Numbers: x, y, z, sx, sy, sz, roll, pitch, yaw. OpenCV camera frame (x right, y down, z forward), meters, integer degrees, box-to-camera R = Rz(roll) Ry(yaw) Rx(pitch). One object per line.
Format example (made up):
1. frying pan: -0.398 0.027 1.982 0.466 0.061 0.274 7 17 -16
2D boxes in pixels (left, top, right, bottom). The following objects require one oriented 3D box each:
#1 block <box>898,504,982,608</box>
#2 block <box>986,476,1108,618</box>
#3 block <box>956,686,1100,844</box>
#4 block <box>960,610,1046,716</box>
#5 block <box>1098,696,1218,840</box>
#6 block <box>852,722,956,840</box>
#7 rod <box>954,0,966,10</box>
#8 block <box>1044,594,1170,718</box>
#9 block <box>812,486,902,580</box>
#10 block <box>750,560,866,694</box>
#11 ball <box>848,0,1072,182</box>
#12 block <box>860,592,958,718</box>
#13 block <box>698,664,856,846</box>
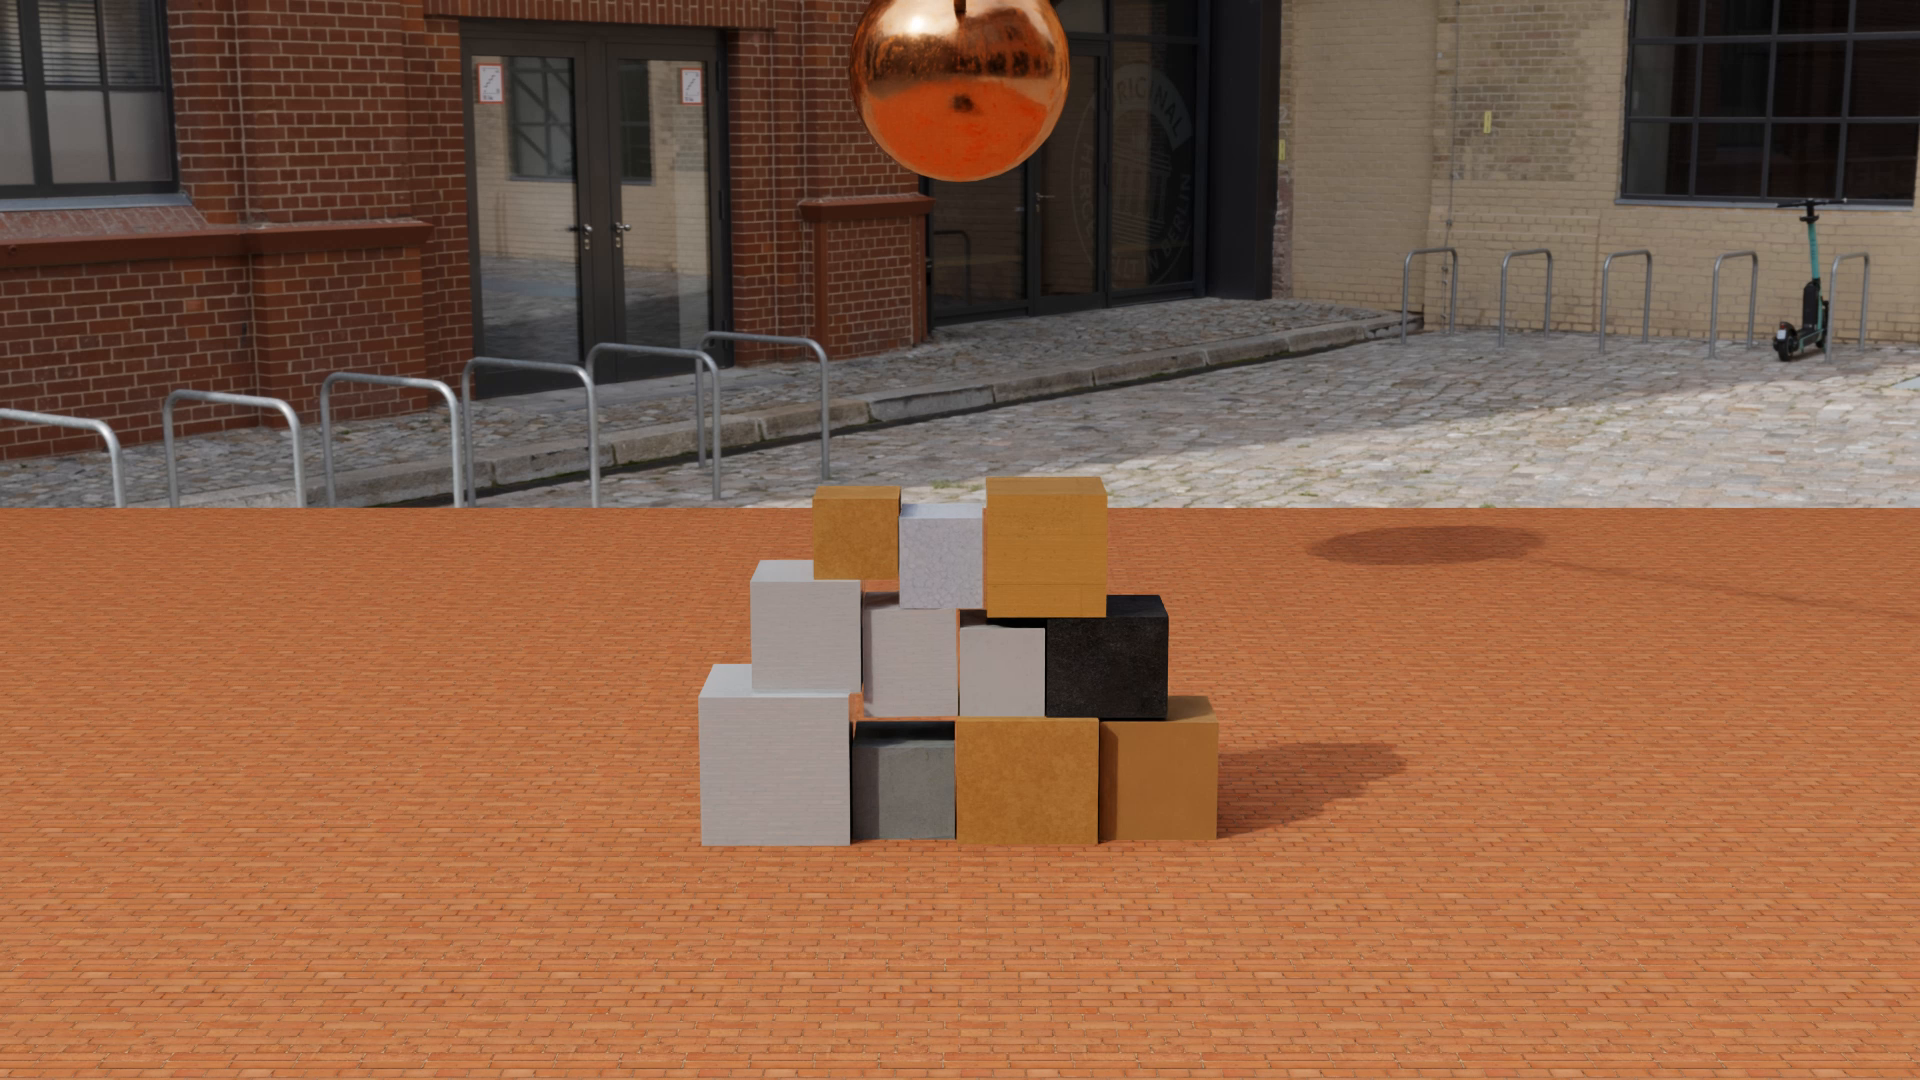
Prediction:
1. block: -0.095 0.077 11.189 0.417 0.460 0.458 0 10 0
2. block: 0.432 0.029 11.200 0.593 0.620 0.584 0 10 0
3. block: 0.339 1.159 11.401 0.711 0.640 0.710 0 10 0
4. block: 0.213 0.626 11.275 0.427 0.453 0.466 0 10 0
5. block: 1.004 1.173 11.391 0.599 0.616 0.543 0 10 0
6. block: -0.285 1.240 11.398 0.518 0.483 0.516 0 10 0
7. rod: 0.000 -4.568 12.620 0.080 0.080 5.200 0 -20 0
8. block: 0.740 0.590 11.292 0.607 0.518 0.551 0 10 0
9. block: -0.518 -0.041 11.157 0.428 0.409 0.418 0 10 0
10. block: -0.770 0.436 11.267 0.548 0.570 0.577 0 10 0
11. ball: 0.000 -3.378 15.805 1.600 1.600 1.600 0 10 0
12. block: -0.253 0.579 11.280 0.475 0.553 0.465 -1 10 0
13. block: -0.929 1.099 11.369 0.749 0.770 0.711 0 10 0
